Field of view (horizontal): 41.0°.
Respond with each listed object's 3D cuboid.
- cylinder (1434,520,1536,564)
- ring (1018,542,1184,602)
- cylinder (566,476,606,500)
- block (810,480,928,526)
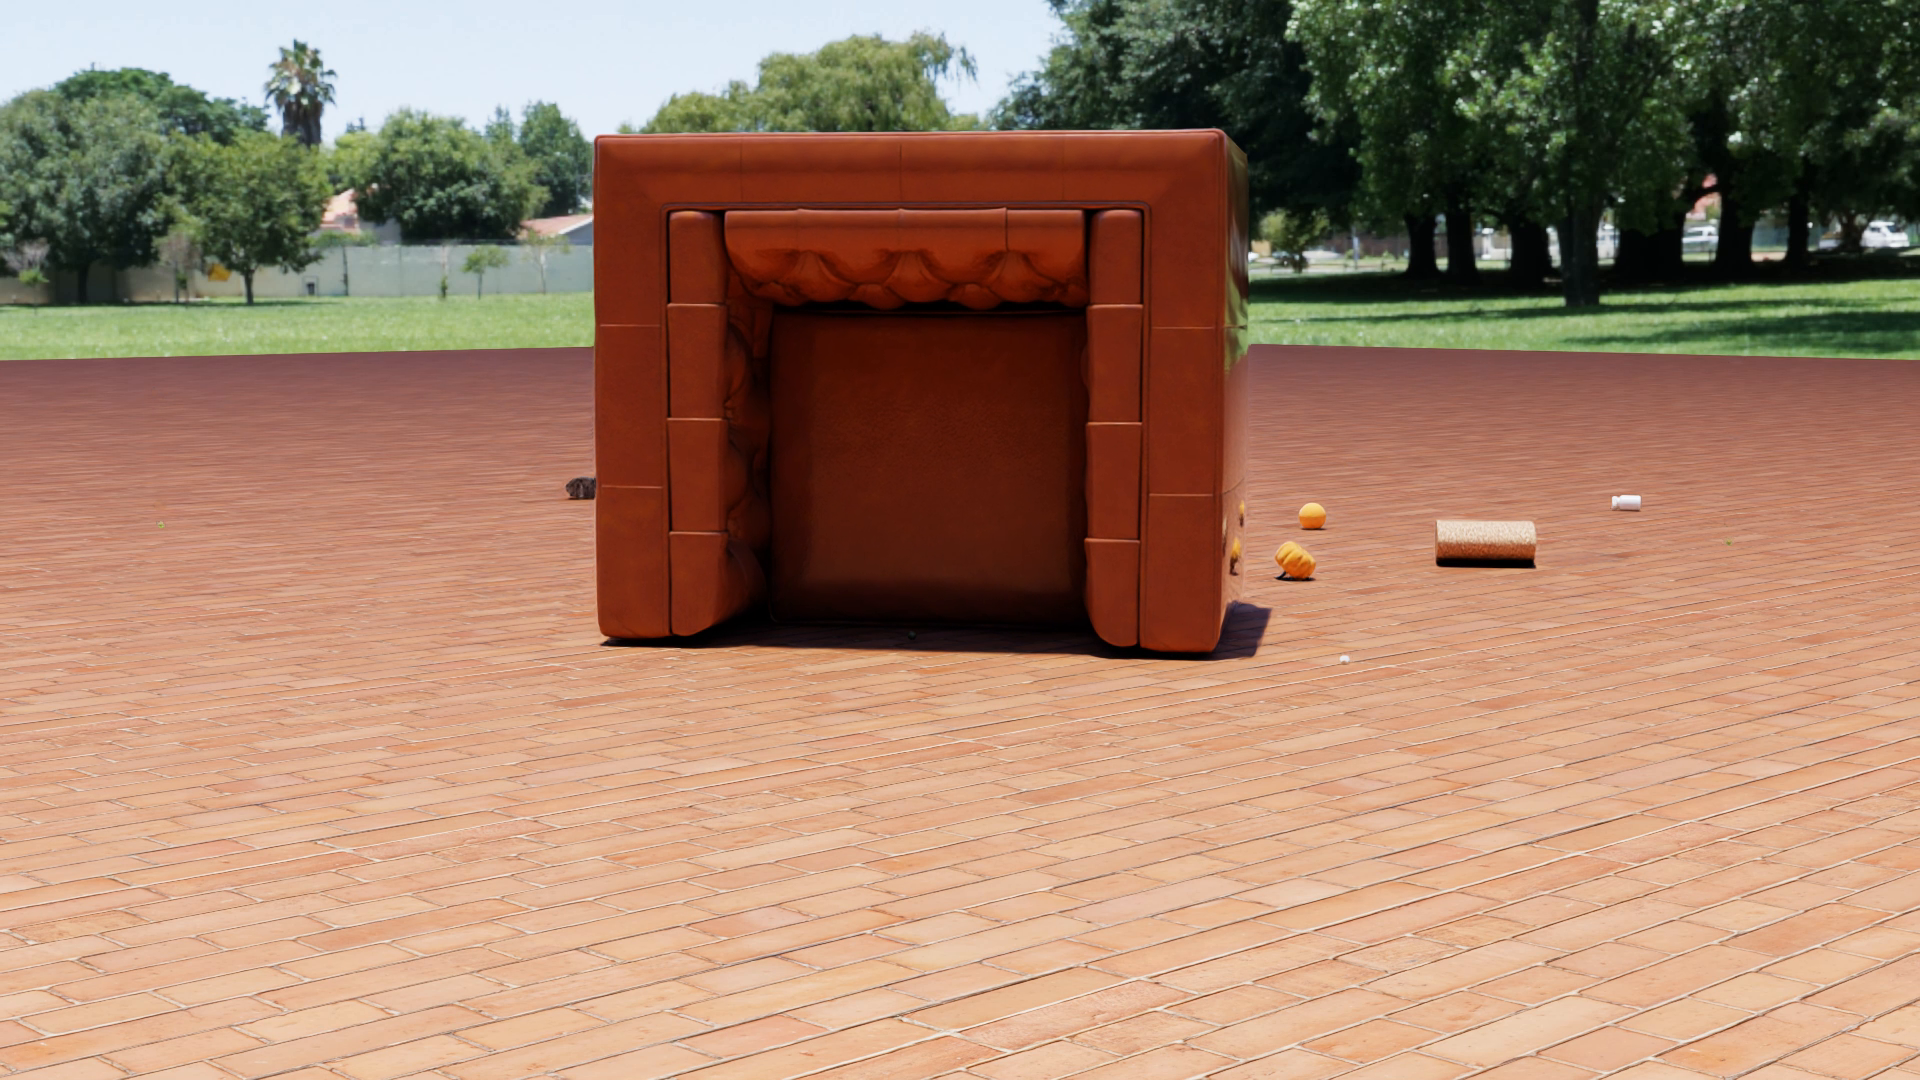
[{"bbox_3d":[1.206,0.005,5.905,0.217,0.094,0.235,1,3,9],"label":"cylinder"},{"bbox_3d":[0.290,0.066,5.310,0.343,0.097,0.381,0,5,4],"label":"ring"},{"bbox_3d":[-1.107,-0.154,7.592,0.116,0.062,0.061,6,6,-4],"label":"cylinder"},{"bbox_3d":[-0.243,-0.102,6.898,0.284,0.104,0.175,1,6,9],"label":"block"}]
